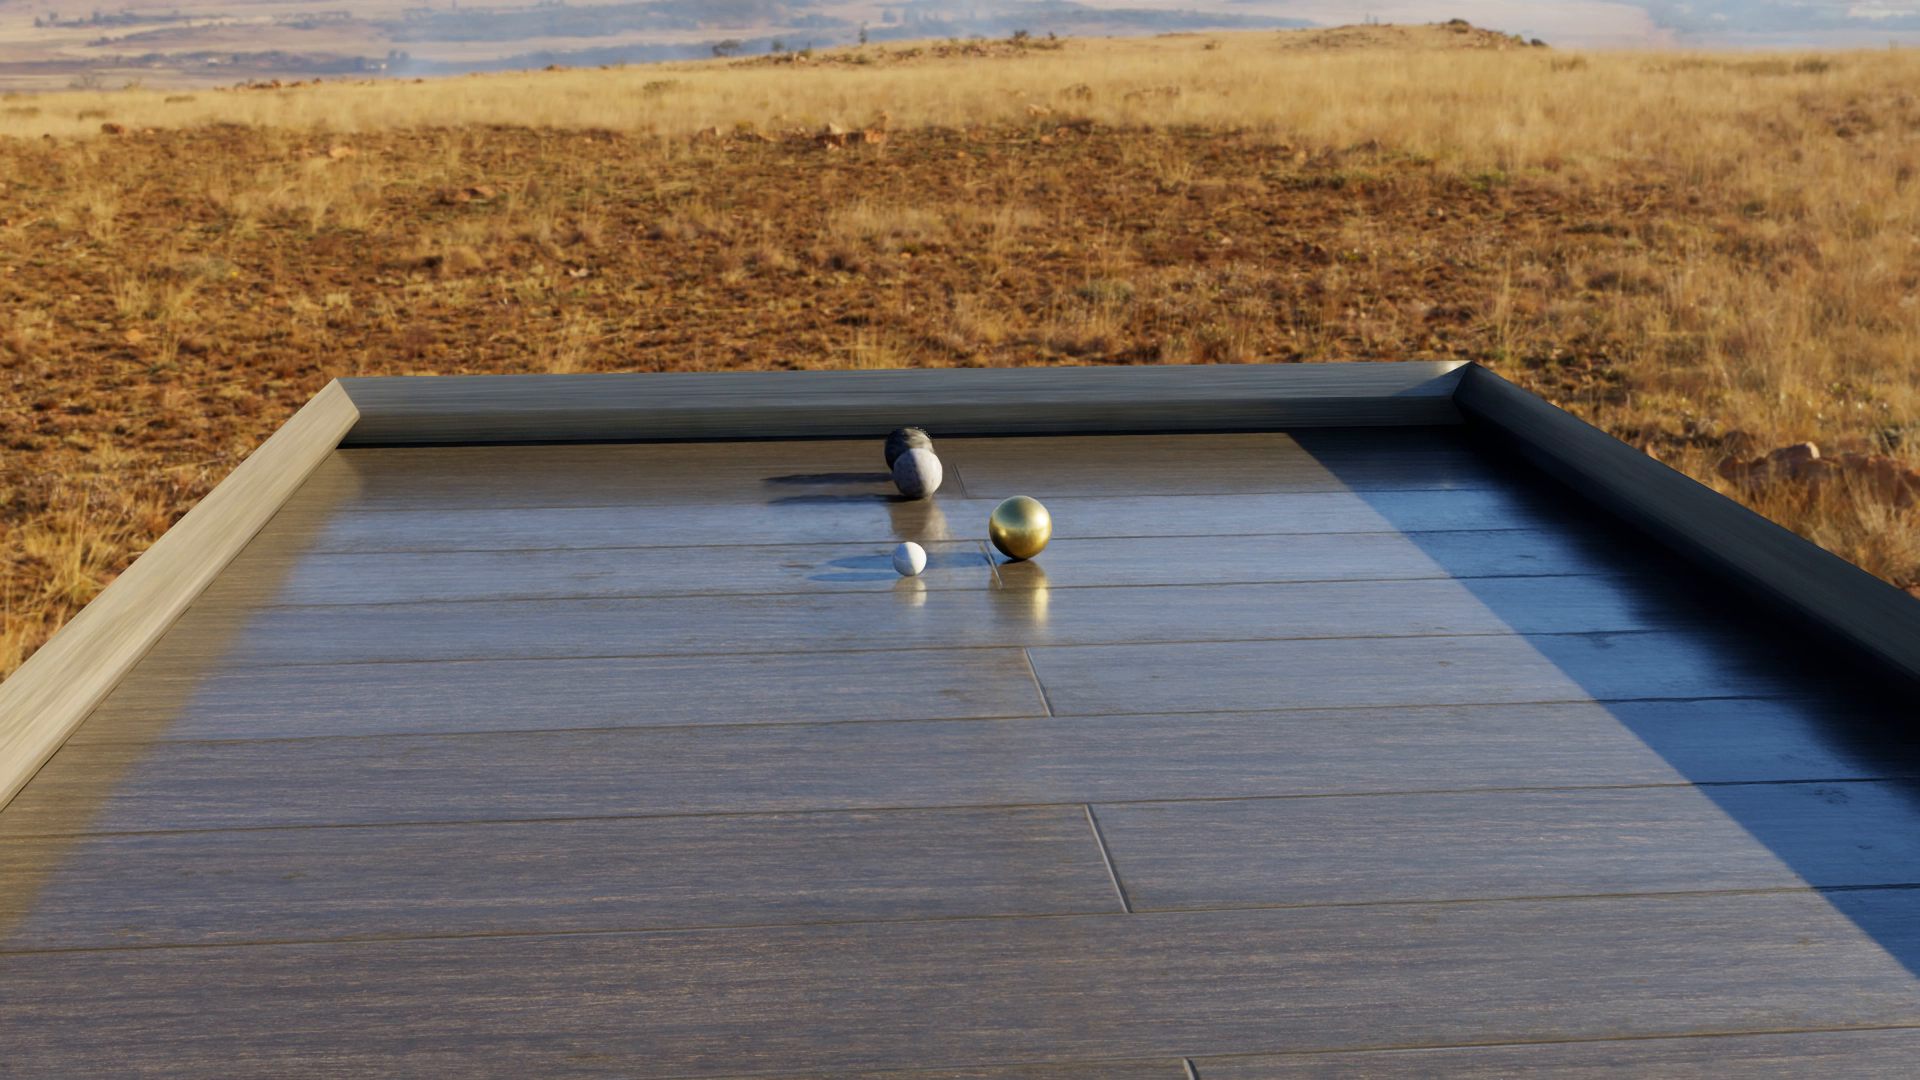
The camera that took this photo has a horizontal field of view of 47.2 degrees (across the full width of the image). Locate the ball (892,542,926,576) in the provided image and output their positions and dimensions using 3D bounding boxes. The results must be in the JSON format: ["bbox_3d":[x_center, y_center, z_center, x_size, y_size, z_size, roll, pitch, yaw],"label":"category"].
[{"bbox_3d":[-0.065,0.025,2.824,0.044,0.044,0.044,0,14,0],"label":"ball"}]

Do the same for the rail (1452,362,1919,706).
[{"bbox_3d":[1.006,0.173,2.101,0.045,0.109,3.494,-1,14,-5],"label":"rail"}]

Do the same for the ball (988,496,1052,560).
[{"bbox_3d":[0.080,-0.016,2.904,0.084,0.084,0.084,0,14,0],"label":"ball"}]

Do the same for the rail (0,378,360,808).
[{"bbox_3d":[-0.856,0.212,1.945,0.045,0.109,3.494,-1,14,-5],"label":"rail"}]

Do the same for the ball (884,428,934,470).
[{"bbox_3d":[-0.079,-0.134,3.385,0.076,0.076,0.076,0,14,0],"label":"ball"}]

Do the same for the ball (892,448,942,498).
[{"bbox_3d":[-0.063,-0.099,3.249,0.074,0.074,0.074,0,14,0],"label":"ball"}]

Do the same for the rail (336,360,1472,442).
[{"bbox_3d":[-0.073,-0.229,3.688,1.916,0.109,0.045,-1,14,-5],"label":"rail"}]
